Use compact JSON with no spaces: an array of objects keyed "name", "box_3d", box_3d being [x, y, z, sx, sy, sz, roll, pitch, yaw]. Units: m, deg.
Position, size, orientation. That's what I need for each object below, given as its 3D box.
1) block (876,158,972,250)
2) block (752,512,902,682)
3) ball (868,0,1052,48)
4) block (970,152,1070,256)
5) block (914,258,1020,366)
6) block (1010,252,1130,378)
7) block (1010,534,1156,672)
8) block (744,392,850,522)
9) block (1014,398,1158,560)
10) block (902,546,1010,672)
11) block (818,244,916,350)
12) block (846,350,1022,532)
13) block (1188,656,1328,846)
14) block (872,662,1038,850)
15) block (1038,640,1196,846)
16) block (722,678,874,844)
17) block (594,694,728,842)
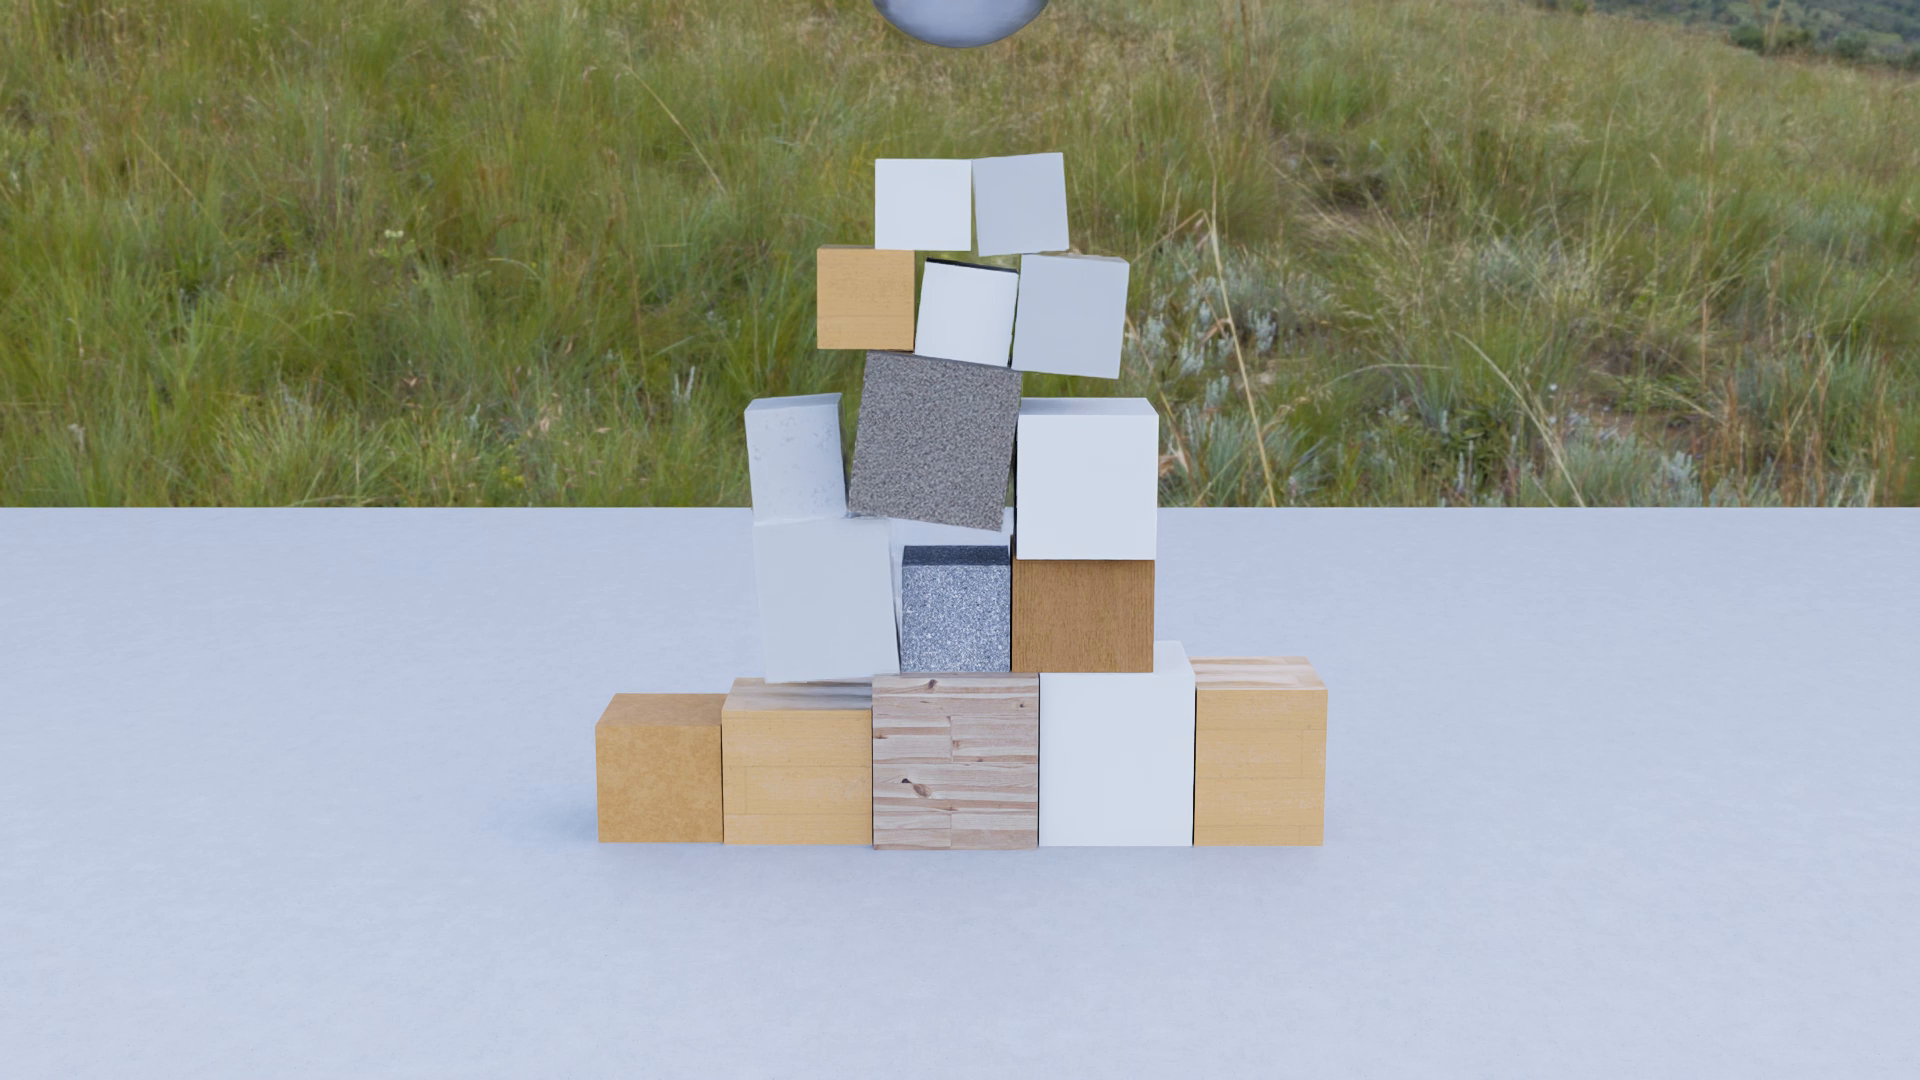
[{"name":"block","box_3d":[-0.178,-1.663,10.870,0.462,0.432,0.463,1,10,0]},{"name":"block","box_3d":[-0.663,0.231,11.225,0.665,0.795,0.711,-5,10,1]},{"name":"ball","box_3d":[0.000,-4.302,15.587,1.600,1.600,1.600,0,10,0]},{"name":"block","box_3d":[0.294,-1.666,10.884,0.442,0.469,0.444,-5,10,1]},{"name":"block","box_3d":[0.032,-1.143,10.980,0.464,0.456,0.425,7,10,-1]},{"name":"block","box_3d":[0.537,-1.135,10.964,0.525,0.560,0.567,5,10,-1]},{"name":"block","box_3d":[0.613,0.317,11.229,0.705,0.591,0.616,0,10,0]},{"name":"block","box_3d":[-0.811,-0.426,11.116,0.459,0.553,0.511,-4,10,1]},{"name":"block","box_3d":[0.622,-0.322,11.102,0.683,0.711,0.750,0,10,0]},{"name":"block","box_3d":[-0.020,0.343,11.228,0.539,0.539,0.559,0,10,0]},{"name":"block","box_3d":[-0.460,-1.214,10.948,0.470,0.485,0.485,1,10,0]},{"name":"block","box_3d":[-0.125,-0.541,11.062,0.760,0.787,0.766,8,10,-1]},{"name":"block","box_3d":[1.505,1.079,11.365,0.651,0.810,0.717,0,10,0]},{"name":"block","box_3d":[-0.022,1.044,11.353,0.821,0.885,0.846,0,10,0]},{"name":"block","box_3d":[0.784,1.038,11.386,0.771,0.883,0.774,0,10,0]},{"name":"block","box_3d":[-0.816,1.133,11.382,0.748,0.698,0.690,0,10,0]},{"name":"block","box_3d":[-1.516,1.174,11.411,0.630,0.608,0.671,0,10,0]}]
